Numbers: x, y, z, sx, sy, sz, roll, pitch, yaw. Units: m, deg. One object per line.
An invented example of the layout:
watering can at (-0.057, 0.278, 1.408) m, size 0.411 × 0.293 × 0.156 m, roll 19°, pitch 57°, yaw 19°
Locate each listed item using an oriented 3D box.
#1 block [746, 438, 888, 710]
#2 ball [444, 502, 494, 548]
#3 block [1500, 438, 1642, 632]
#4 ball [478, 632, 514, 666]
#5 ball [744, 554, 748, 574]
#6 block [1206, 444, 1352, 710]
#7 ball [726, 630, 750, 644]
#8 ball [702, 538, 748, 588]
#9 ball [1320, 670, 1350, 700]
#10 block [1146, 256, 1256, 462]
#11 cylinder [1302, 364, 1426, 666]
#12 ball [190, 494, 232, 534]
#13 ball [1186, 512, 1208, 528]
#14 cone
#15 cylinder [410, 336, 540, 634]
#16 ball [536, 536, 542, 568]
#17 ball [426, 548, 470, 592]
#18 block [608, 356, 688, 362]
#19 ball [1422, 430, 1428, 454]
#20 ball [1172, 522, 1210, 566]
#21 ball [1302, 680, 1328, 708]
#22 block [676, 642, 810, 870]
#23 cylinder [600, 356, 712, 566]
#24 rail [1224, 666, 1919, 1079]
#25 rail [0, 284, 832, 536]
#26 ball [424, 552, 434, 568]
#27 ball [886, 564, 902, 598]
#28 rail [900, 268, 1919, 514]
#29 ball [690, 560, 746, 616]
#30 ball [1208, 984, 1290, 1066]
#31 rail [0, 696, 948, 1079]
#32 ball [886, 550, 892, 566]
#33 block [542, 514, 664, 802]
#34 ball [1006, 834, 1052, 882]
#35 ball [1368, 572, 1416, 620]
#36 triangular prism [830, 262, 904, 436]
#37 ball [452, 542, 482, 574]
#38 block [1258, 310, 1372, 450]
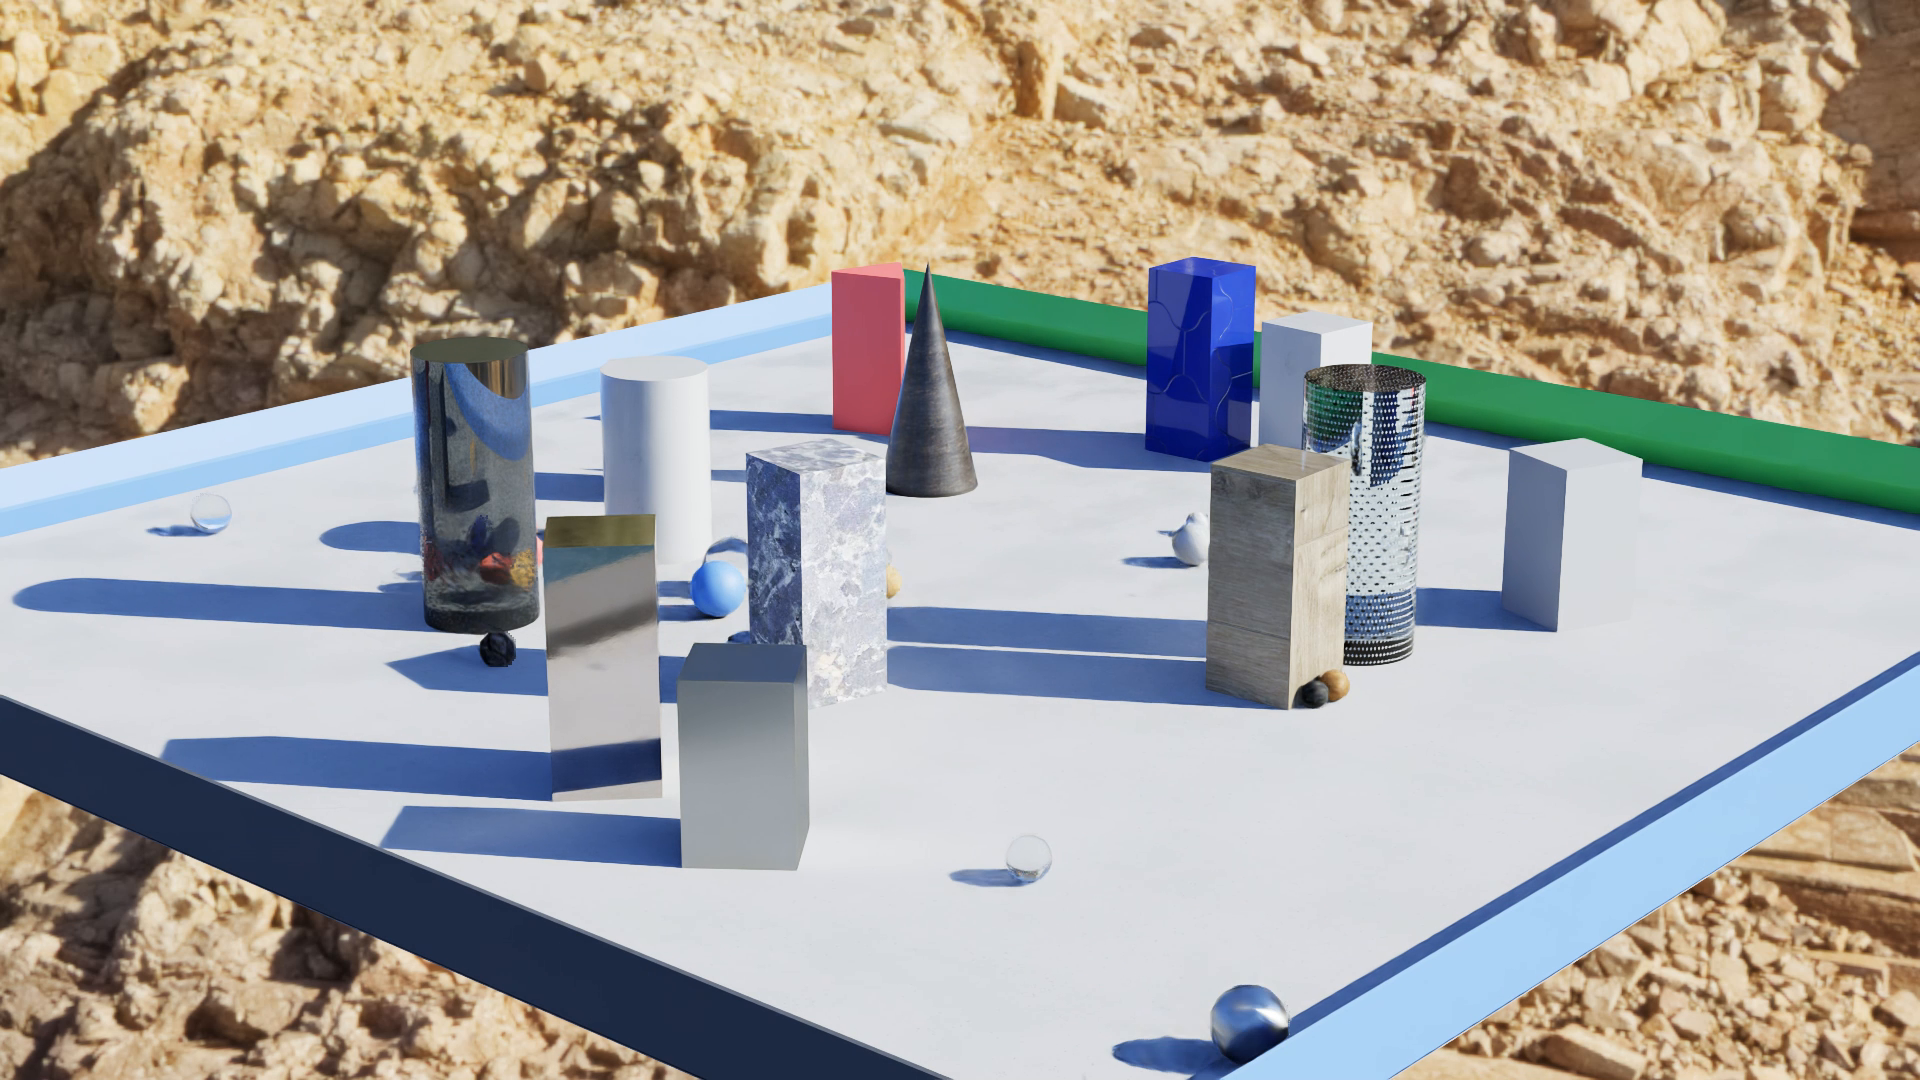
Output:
block at (-0.225, 0.052, 4.615) m, size 0.157 × 0.382 × 0.157 m, roll -12°, pitch 20°, yaw -34°
ball at (-0.900, -0.025, 5.377) m, size 0.090 × 0.090 × 0.090 m, roll 0°, pitch 17°, yaw 0°
block at (1.040, -0.010, 4.992) m, size 0.157 × 0.283 × 0.157 m, roll -8°, pitch 19°, yaw -25°
ball at (-0.752, 0.177, 4.762) m, size 0.058 × 0.058 × 0.058 m, roll 0°, pitch 17°, yaw 0°
ball at (-0.352, 0.043, 5.198) m, size 0.064 × 0.064 × 0.064 m, roll 0°, pitch 17°, yaw 0°
block at (0.500, 0.056, 4.620) m, size 0.157 × 0.372 × 0.157 m, roll 13°, pitch 21°, yaw 37°
ball at (-0.344, 0.182, 4.714) m, size 0.075 × 0.075 × 0.075 m, roll 0°, pitch 17°, yaw 0°
ball at (-0.402, 0.044, 5.134) m, size 0.098 × 0.098 × 0.098 m, roll 0°, pitch 17°, yaw 0°
ball at (0.588, 0.228, 4.609) m, size 0.049 × 0.049 × 0.049 m, roll 0°, pitch 17°, yaw 0°
block at (0.494, -0.373, 6.024) m, size 0.157 × 0.382 × 0.157 m, roll 13°, pitch 21°, yaw 37°
cylinder at (0.653, -0.042, 4.797) m, size 0.196 × 0.458 × 0.196 m, roll 0°, pitch 17°, yaw 0°
ball at (-1.400, -0.049, 5.482) m, size 0.075 × 0.075 × 0.075 m, roll 0°, pitch 17°, yaw 0°
ball at (0.442, -0.031, 5.479) m, size 0.042 × 0.042 × 0.042 m, roll 0°, pitch 17°, yaw 0°
cone at (-0.062, -0.327, 5.750) m, size 0.196 × 0.452 × 0.196 m, roll 0°, pitch 17°, yaw 0°
cylinder at (-0.817, -0.093, 4.950) m, size 0.196 × 0.467 × 0.196 m, roll 0°, pitch 17°, yaw 0°
ball at (-0.773, 0.023, 5.162) m, size 0.082 × 0.082 × 0.082 m, roll 0°, pitch 17°, yaw 0°
ball at (-0.898, 0.052, 5.143) m, size 0.077 × 0.077 × 0.077 m, roll 0°, pitch 17°, yaw 0°
block at (-0.605, -0.217, 5.734) m, size 0.157 × 0.251 × 0.157 m, roll -2°, pitch 17°, yaw -7°
ball at (0.898, -0.202, 5.949) m, size 0.098 × 0.098 × 0.098 m, roll 0°, pitch 17°, yaw 0°
ball at (0.421, 0.007, 5.294) m, size 0.076 × 0.076 × 0.076 m, roll 0°, pitch 17°, yaw 0°
ball at (0.555, 0.240, 4.580) m, size 0.042 × 0.042 × 0.042 m, roll 0°, pitch 17°, yaw 0°
block at (-0.294, 0.294, 4.006) m, size 0.157 × 0.270 × 0.157 m, roll 1°, pitch 17°, yaw 3°
cylinder at (-0.553, -0.147, 5.342) m, size 0.196 × 0.343 × 0.196 m, roll 0°, pitch 17°, yaw 0°
rail at (1.173, 0.326, 4.145) m, size 0.045 × 0.127 × 3.160 m, roll 14°, pitch 22°, yaw 39°
rail at (-1.173, -0.262, 6.095) m, size 0.045 × 0.127 × 3.160 m, roll 14°, pitch 22°, yaw 39°
ball at (-0.931, 0.043, 5.226) m, size 0.046 × 0.046 × 0.046 m, roll 0°, pitch 17°, yaw 0°
ball at (-0.130, 0.072, 5.110) m, size 0.058 × 0.058 × 0.058 m, roll 0°, pitch 17°, yaw 0°
rail at (1.020, -0.307, 6.245) m, size 3.154 × 0.127 × 0.045 m, roll 14°, pitch 22°, yaw 39°
ball at (-0.414, 0.083, 5.009) m, size 0.096 × 0.096 × 0.096 m, roll 0°, pitch 17°, yaw 0°
ball at (0.337, 0.564, 3.416) m, size 0.093 × 0.093 × 0.093 m, roll 0°, pitch 17°, yaw 0°
rail at (-1.020, 0.371, 3.995) m, size 3.154 × 0.127 × 0.045 m, roll 14°, pitch 22°, yaw 39°
ball at (-0.154, 0.040, 5.205) m, size 0.066 × 0.066 × 0.066 m, roll 0°, pitch 17°, yaw 0°
block at (-0.513, 0.169, 4.231) m, size 0.157 × 0.380 × 0.157 m, roll -1°, pitch 17°, yaw -5°
ball at (0.092, 0.426, 3.926) m, size 0.063 × 0.063 × 0.063 m, roll 0°, pitch 17°, yaw 0°
ball at (0.737, 0.095, 4.997) m, size 0.080 × 0.080 × 0.080 m, roll 0°, pitch 17°, yaw 0°
triangular prism at (-0.162, -0.408, 6.215) m, size 0.170 × 0.340 × 0.147 m, roll 8°, pitch 19°, yaw 25°
ball at (-0.880, 0.032, 5.206) m, size 0.061 × 0.061 × 0.061 m, roll 0°, pitch 17°, yaw 0°
block at (0.717, -0.297, 5.926) m, size 0.157 × 0.293 × 0.157 m, roll -15°, pitch 22°, yaw -41°
